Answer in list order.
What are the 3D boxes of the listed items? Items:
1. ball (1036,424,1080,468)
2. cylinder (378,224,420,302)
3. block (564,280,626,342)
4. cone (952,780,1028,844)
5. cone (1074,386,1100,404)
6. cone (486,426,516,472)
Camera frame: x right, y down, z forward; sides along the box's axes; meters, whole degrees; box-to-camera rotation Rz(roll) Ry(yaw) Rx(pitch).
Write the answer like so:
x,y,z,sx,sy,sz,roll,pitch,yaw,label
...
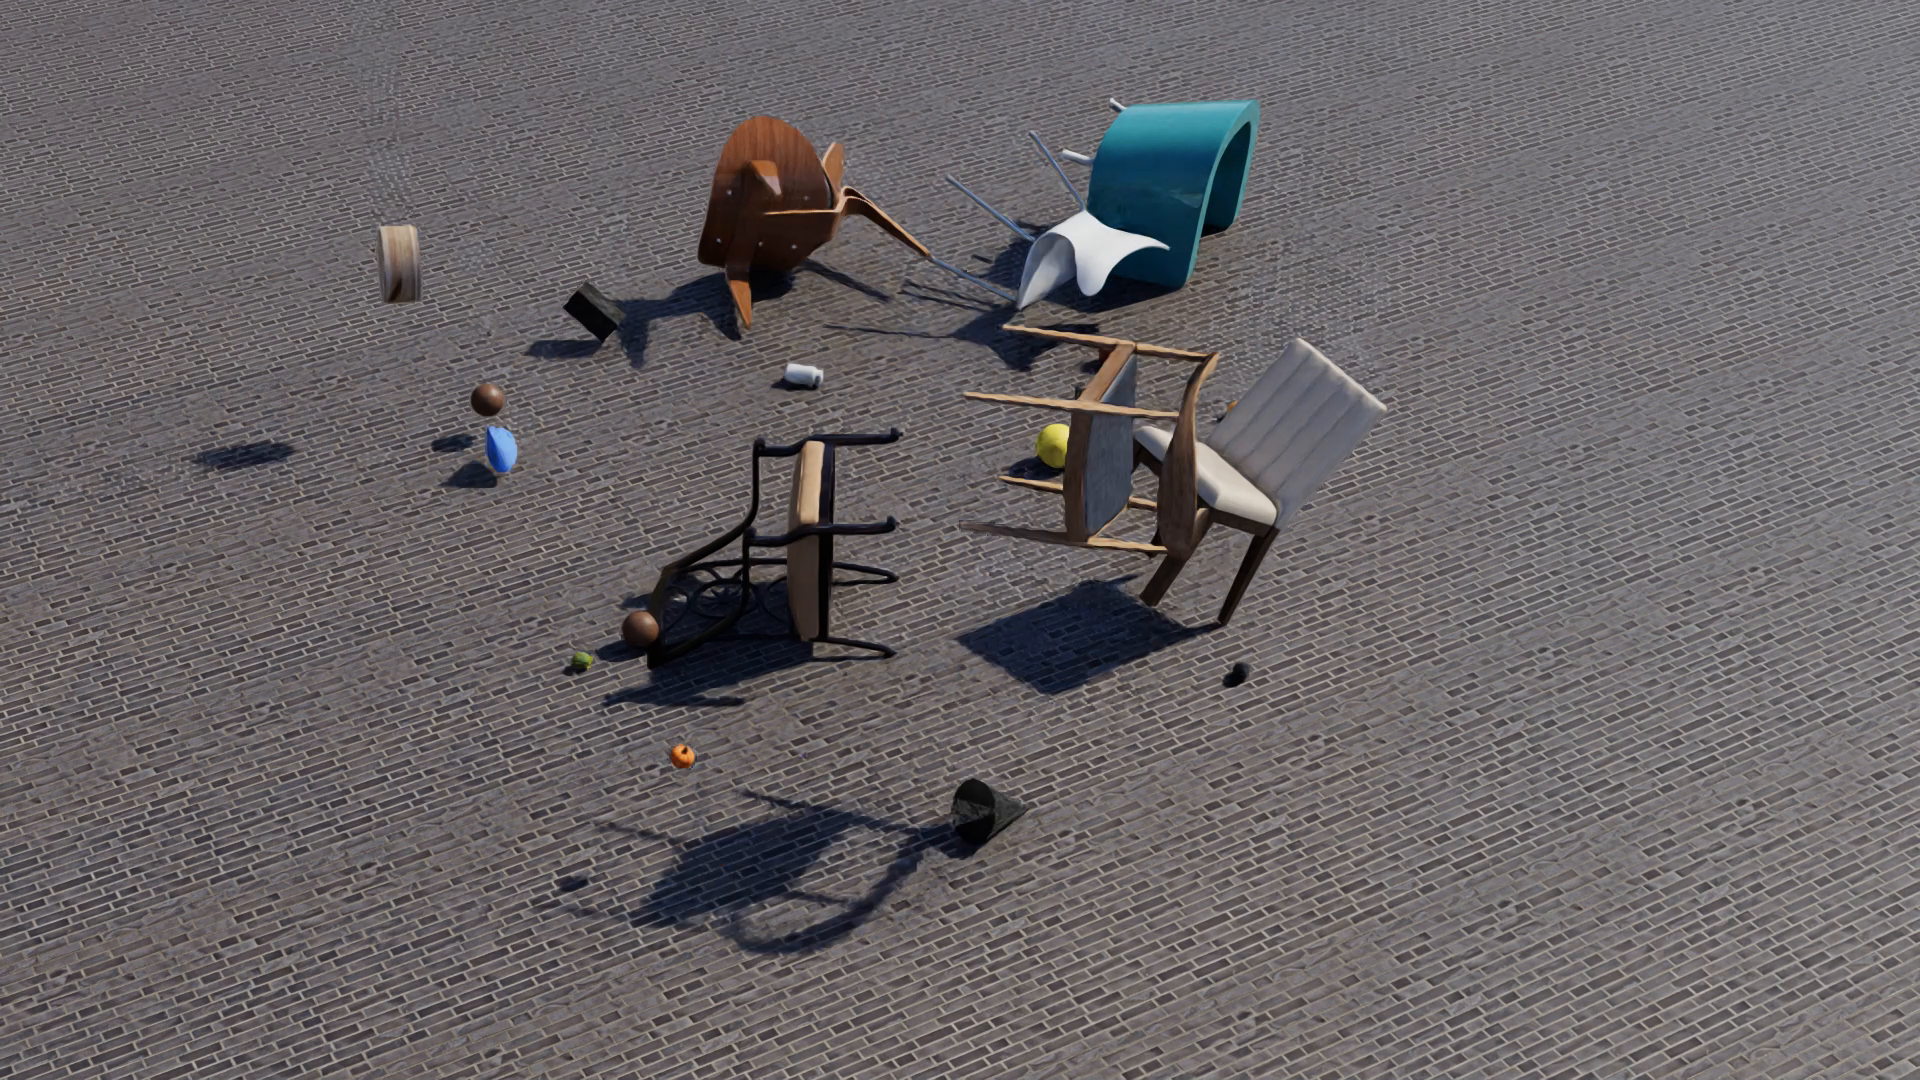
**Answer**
x,y,z,sx,sy,sz,roll,pitch,yaw,label
0.379,-0.364,11.342,0.171,0.171,0.171,0,33,0,ball
-2.158,-1.063,11.281,0.136,0.294,0.162,-5,12,-18,cylinder
-1.509,-0.945,12.116,0.218,0.113,0.100,41,34,-8,block
0.136,0.876,9.523,0.249,0.213,0.206,2,67,-42,cone
0.512,-0.584,11.763,0.097,0.061,0.087,-6,48,5,cone
-1.786,-0.391,11.256,0.119,0.145,0.237,-21,50,2,cone
